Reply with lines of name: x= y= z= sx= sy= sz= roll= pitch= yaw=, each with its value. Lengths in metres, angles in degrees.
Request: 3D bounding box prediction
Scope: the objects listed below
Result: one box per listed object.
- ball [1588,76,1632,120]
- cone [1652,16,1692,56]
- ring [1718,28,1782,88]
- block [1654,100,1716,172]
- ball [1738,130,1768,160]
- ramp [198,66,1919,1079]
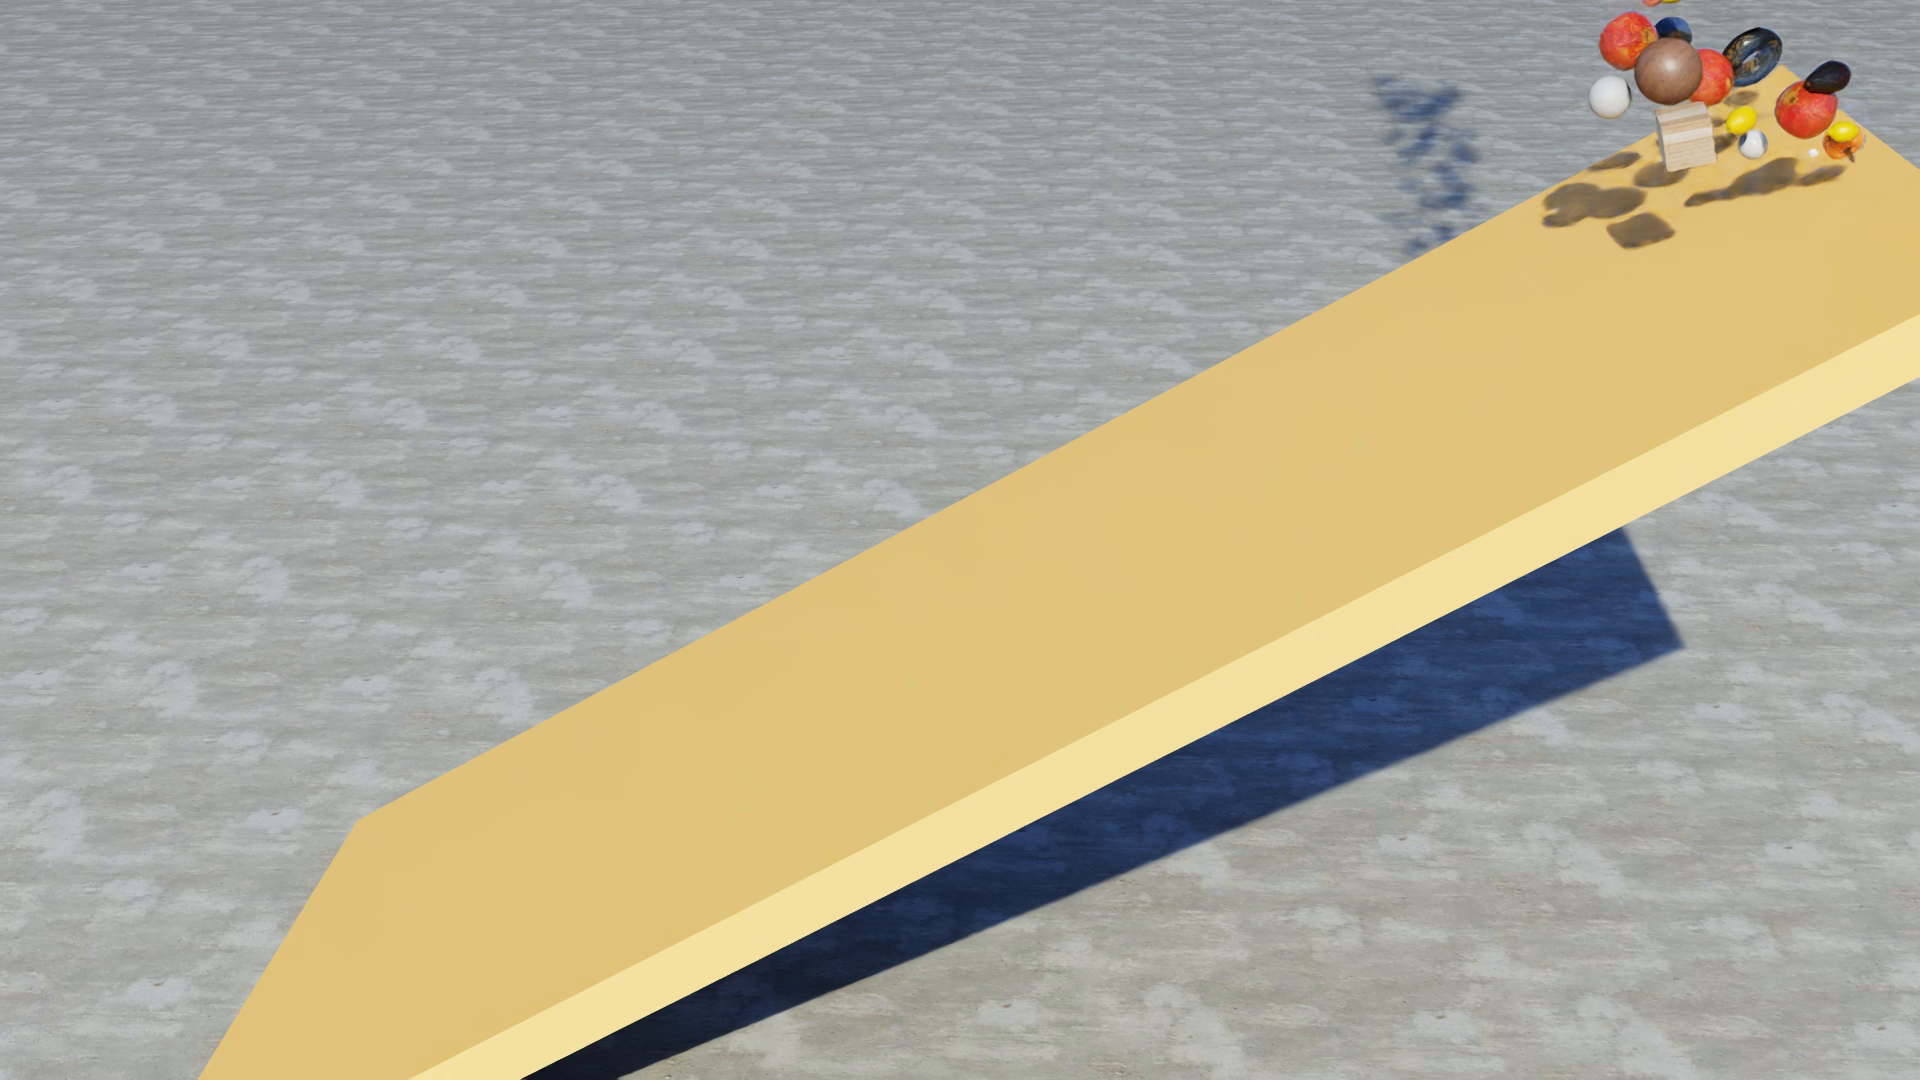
ball: x=1.282 y=-0.873 z=5.802 sx=0.085 sy=0.085 sz=0.085 roll=0 pitch=18 yaw=0
cone: x=1.445 y=-1.026 z=5.950 sx=0.081 sy=0.081 sz=0.081 roll=2 pitch=-1 yaw=6
ring: x=1.595 y=-0.974 z=5.936 sx=0.139 sy=0.139 sz=0.046 roll=-8 pitch=50 yaw=-24
block: x=1.380 y=-0.768 z=5.596 sx=0.091 sy=0.091 sz=0.091 roll=-10 pitch=28 yaw=10
ball: x=1.569 y=-0.782 z=5.817 sx=0.059 sy=0.059 sz=0.059 roll=0 pitch=18 yaw=0
ramp: x=0.142 y=0.168 z=6.284 sx=4.000 sy=0.100 sz=2.000 roll=-28 pitch=15 yaw=12
